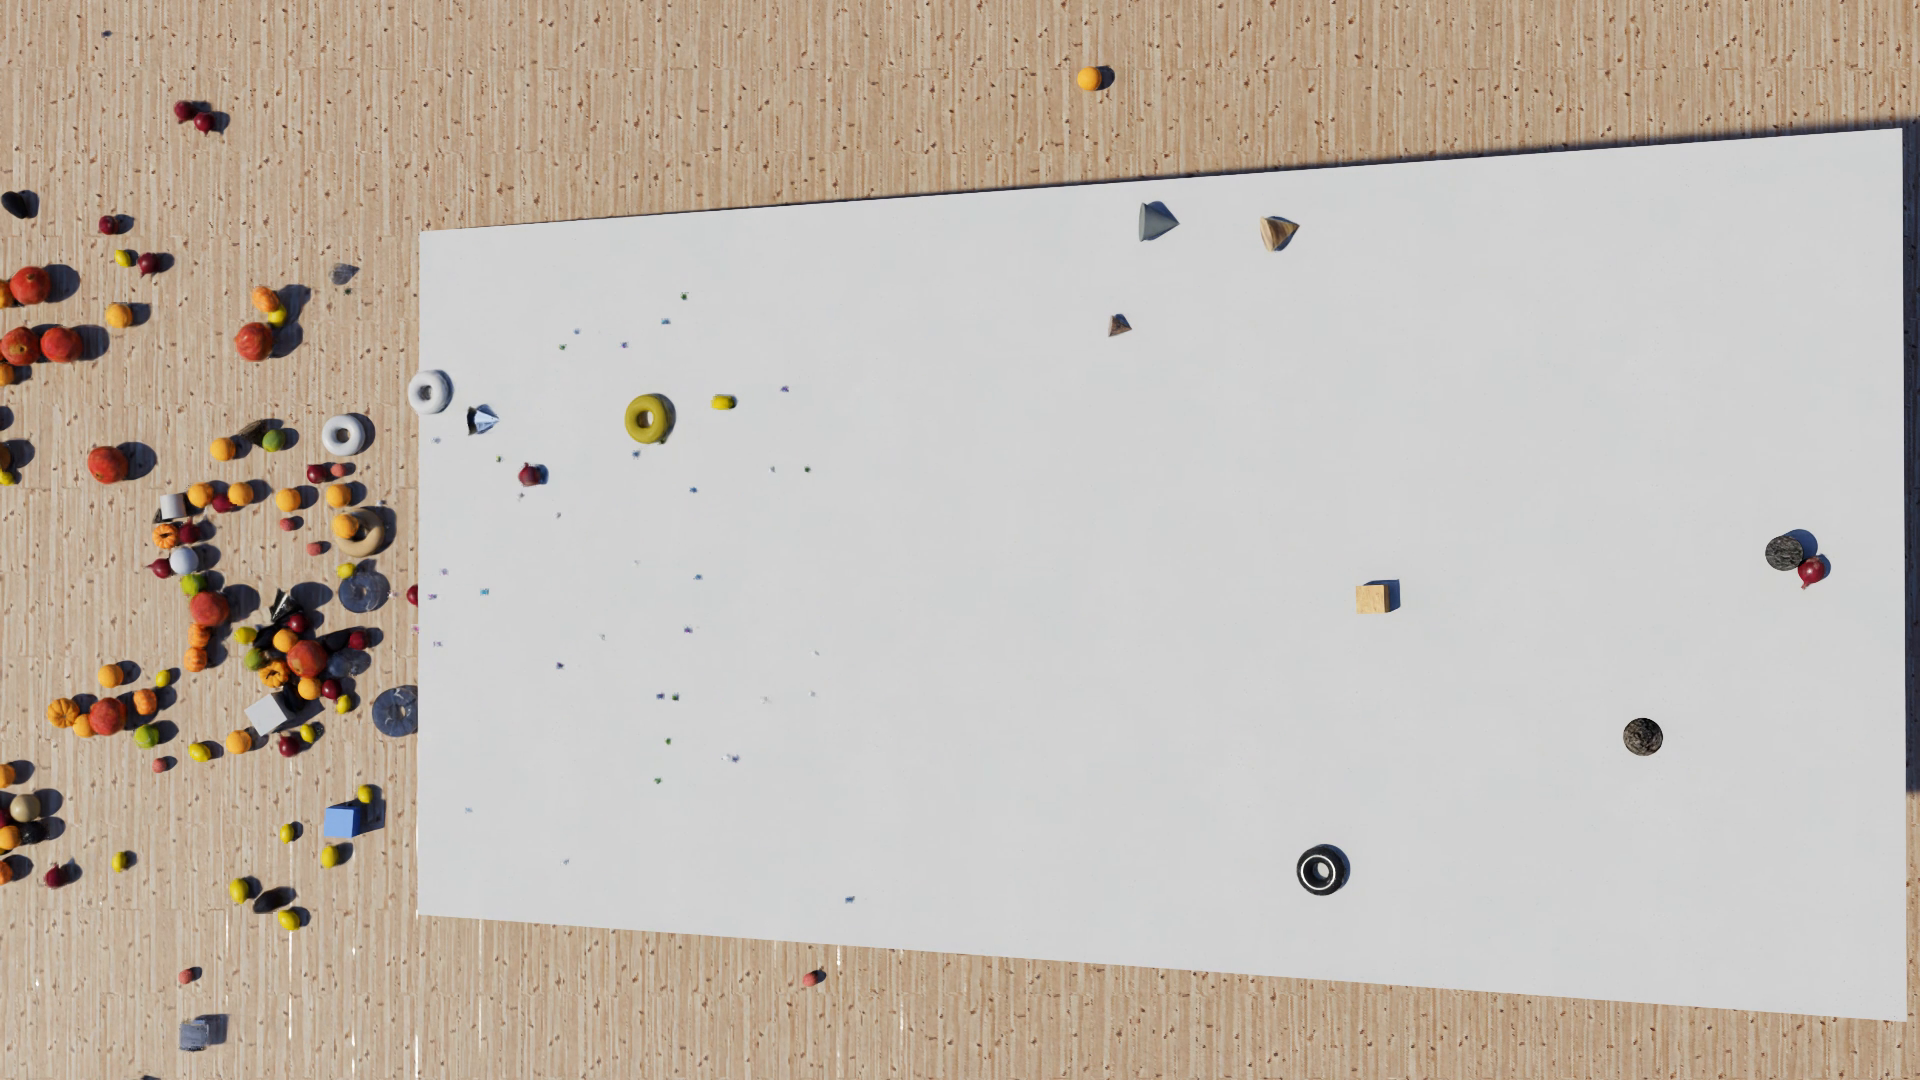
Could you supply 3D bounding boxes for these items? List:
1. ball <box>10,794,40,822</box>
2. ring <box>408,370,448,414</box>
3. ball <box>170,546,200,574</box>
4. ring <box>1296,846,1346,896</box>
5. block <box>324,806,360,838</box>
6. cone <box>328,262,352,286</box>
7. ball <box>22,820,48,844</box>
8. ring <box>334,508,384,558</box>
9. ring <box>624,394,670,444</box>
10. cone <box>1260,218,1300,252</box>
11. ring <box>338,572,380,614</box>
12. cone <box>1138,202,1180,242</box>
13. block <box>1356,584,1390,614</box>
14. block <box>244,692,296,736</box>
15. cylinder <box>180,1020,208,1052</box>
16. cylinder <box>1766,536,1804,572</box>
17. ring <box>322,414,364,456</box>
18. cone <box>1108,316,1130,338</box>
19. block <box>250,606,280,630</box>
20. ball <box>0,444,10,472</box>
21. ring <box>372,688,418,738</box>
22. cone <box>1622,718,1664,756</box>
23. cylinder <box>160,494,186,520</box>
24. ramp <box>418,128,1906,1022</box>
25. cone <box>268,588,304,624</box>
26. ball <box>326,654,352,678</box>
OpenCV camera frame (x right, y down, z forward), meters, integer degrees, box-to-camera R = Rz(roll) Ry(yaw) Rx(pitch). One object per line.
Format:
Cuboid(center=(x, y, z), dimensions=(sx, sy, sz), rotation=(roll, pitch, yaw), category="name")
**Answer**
Cuboid(center=(-2.756, 0.790, 6.483), dimensions=(0.084, 0.084, 0.084), rotation=(0, 89, 0), category="ball")
Cuboid(center=(-1.551, -0.430, 6.410), dimensions=(0.131, 0.044, 0.131), rotation=(0, 90, 22), category="ring")
Cuboid(center=(-2.290, 0.062, 6.493), dimensions=(0.082, 0.082, 0.082), rotation=(0, 89, 0), category="ball")
Cuboid(center=(0.885, 0.813, 5.396), dimensions=(0.122, 0.041, 0.122), rotation=(0, 90, 24), category="ring")
Cuboid(center=(-1.821, 0.830, 6.484), dimensions=(0.082, 0.082, 0.082), rotation=(4, 89, 0), category="block")
Cuboid(center=(-1.846, -0.792, 6.511), dimensions=(0.068, 0.068, 0.068), rotation=(0, 89, 0), category="cone")
Cuboid(center=(-2.732, 0.863, 6.489), dimensions=(0.070, 0.070, 0.070), rotation=(0, 89, 0), category="ball")
Cuboid(center=(-1.778, -0.022, 6.511), dimensions=(0.149, 0.050, 0.149), rotation=(0, 89, -1), category="ring")
Cuboid(center=(-0.872, -0.337, 6.128), dimensions=(0.141, 0.047, 0.141), rotation=(-1, 88, 23), category="ring")
Cuboid(center=(0.801, -0.769, 5.450), dimensions=(0.090, 0.090, 0.090), rotation=(-16, 89, -5), category="cone")
Cuboid(center=(-1.779, 0.156, 6.513), dimensions=(0.124, 0.041, 0.124), rotation=(0, 88, -1), category="ring")
Cuboid(center=(0.509, -0.803, 5.568), dimensions=(0.100, 0.100, 0.100), rotation=(2, 89, -4), category="cone")
Cuboid(center=(1.003, 0.144, 5.341), dimensions=(0.068, 0.068, 0.068), rotation=(-3, 88, 22), category="block")
Cuboid(center=(-2.033, 0.512, 6.483), dimensions=(0.092, 0.092, 0.092), rotation=(-33, 89, 0), category="block")
Cuboid(center=(-2.256, 1.460, 6.479), dimensions=(0.076, 0.076, 0.076), rotation=(5, 89, 0), category="cylinder")
Cuboid(center=(1.867, 0.030, 4.981), dimensions=(0.080, 0.080, 0.080), rotation=(0, 89, 22), category="cylinder")
Cuboid(center=(-1.827, -0.310, 6.518), dimensions=(0.127, 0.042, 0.127), rotation=(0, 91, -1), category="ring")
Cuboid(center=(0.412, -0.542, 5.615), dimensions=(0.058, 0.058, 0.058), rotation=(3, 89, -13), category="cone")
Cuboid(center=(-2.055, 0.231, 6.504), dimensions=(0.057, 0.057, 0.057), rotation=(-20, 89, 0), category="block")
Cuboid(center=(-2.852, -0.243, 6.493), dimensions=(0.090, 0.090, 0.090), rotation=(0, 89, 0), category="ball")
Cuboid(center=(-1.666, 0.511, 6.505), dimensions=(0.149, 0.050, 0.149), rotation=(0, 90, -1), category="ring")
Cuboid(center=(1.576, 0.459, 5.089), dimensions=(0.090, 0.090, 0.090), rotation=(0, 89, 22), category="cone")
Cuboid(center=(-2.327, -0.099, 6.502), dimensions=(0.068, 0.068, 0.068), rotation=(-8, 89, 0), category="cylinder")
Cuboid(center=(0.283, 0.086, 5.728), dimensions=(4.000, 0.100, 2.000), rotation=(0, 89, 22), category="ramp")
Cuboid(center=(-2.000, 0.209, 6.474), dimensions=(0.098, 0.098, 0.098), rotation=(41, 73, 0), category="cone")
Cuboid(center=(-1.833, 0.372, 6.493), dimensions=(0.075, 0.075, 0.075), rotation=(0, 89, 0), category="ball")
